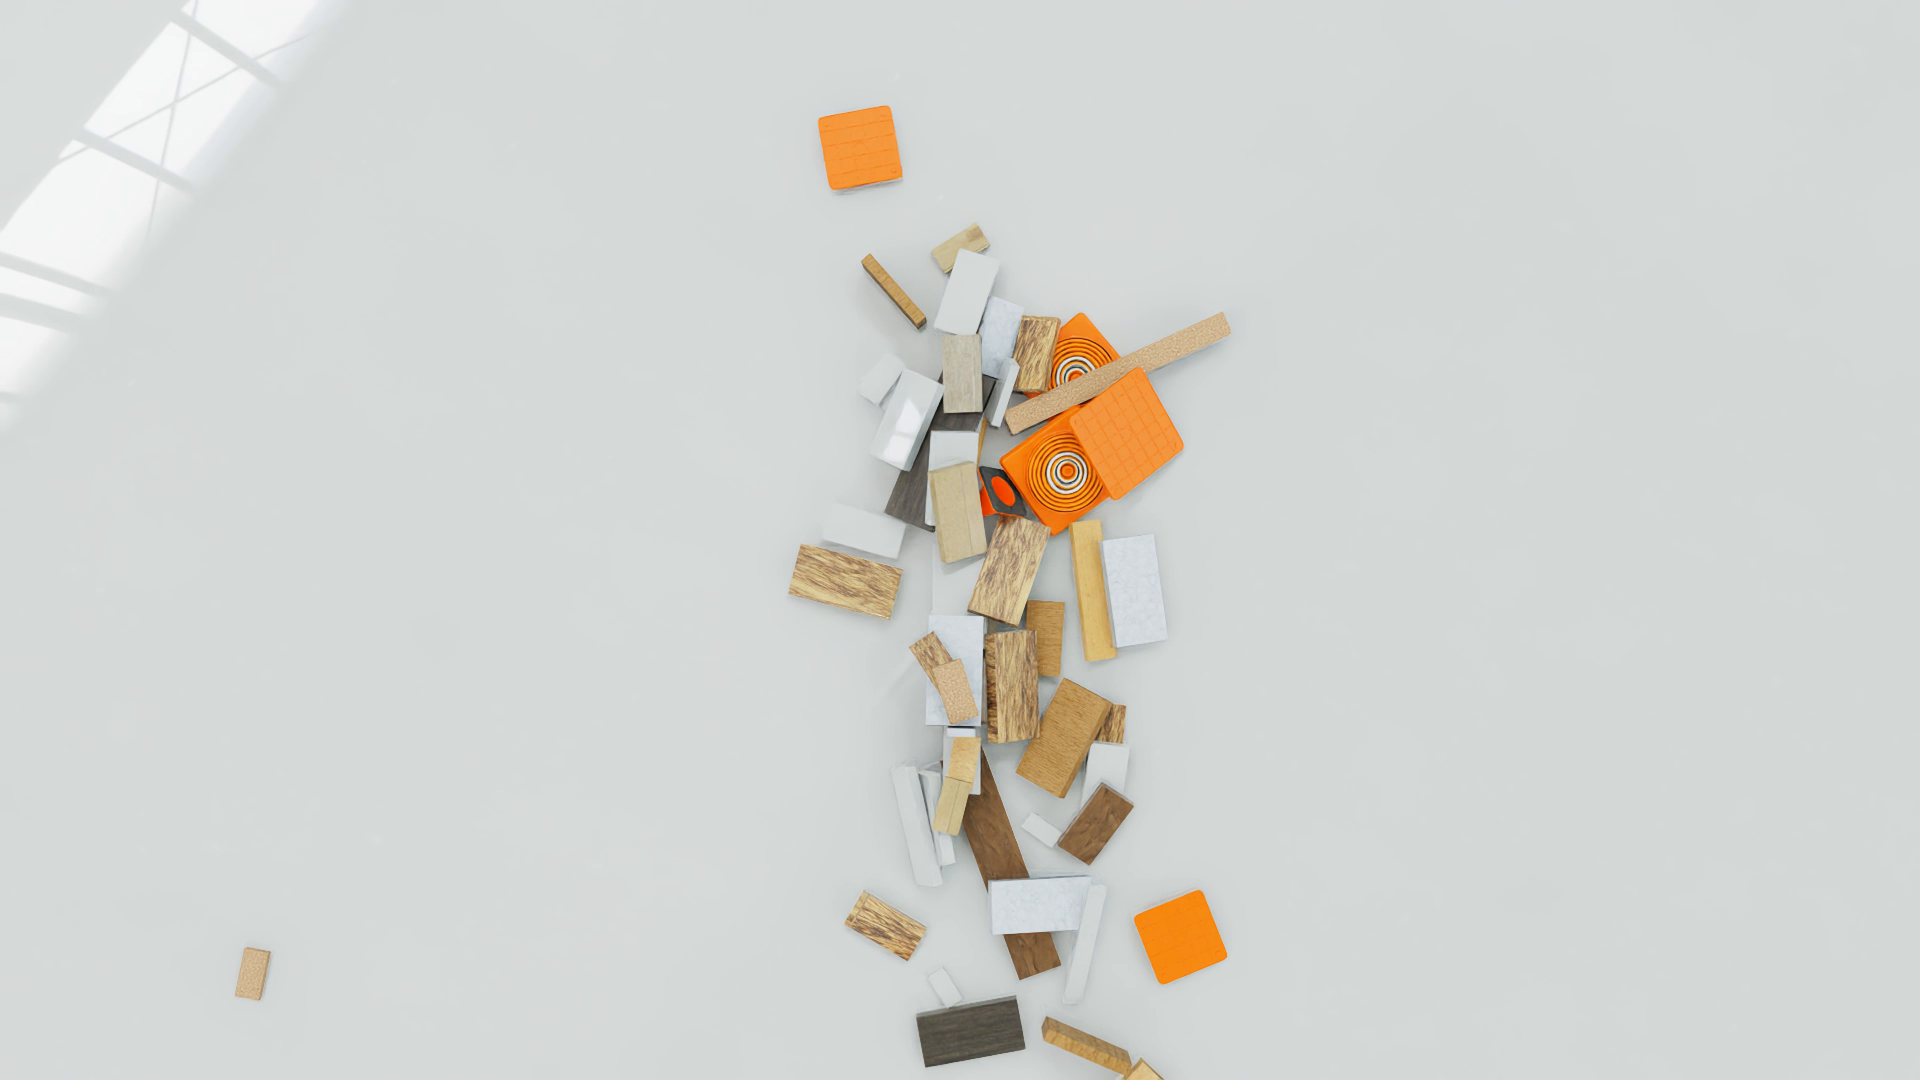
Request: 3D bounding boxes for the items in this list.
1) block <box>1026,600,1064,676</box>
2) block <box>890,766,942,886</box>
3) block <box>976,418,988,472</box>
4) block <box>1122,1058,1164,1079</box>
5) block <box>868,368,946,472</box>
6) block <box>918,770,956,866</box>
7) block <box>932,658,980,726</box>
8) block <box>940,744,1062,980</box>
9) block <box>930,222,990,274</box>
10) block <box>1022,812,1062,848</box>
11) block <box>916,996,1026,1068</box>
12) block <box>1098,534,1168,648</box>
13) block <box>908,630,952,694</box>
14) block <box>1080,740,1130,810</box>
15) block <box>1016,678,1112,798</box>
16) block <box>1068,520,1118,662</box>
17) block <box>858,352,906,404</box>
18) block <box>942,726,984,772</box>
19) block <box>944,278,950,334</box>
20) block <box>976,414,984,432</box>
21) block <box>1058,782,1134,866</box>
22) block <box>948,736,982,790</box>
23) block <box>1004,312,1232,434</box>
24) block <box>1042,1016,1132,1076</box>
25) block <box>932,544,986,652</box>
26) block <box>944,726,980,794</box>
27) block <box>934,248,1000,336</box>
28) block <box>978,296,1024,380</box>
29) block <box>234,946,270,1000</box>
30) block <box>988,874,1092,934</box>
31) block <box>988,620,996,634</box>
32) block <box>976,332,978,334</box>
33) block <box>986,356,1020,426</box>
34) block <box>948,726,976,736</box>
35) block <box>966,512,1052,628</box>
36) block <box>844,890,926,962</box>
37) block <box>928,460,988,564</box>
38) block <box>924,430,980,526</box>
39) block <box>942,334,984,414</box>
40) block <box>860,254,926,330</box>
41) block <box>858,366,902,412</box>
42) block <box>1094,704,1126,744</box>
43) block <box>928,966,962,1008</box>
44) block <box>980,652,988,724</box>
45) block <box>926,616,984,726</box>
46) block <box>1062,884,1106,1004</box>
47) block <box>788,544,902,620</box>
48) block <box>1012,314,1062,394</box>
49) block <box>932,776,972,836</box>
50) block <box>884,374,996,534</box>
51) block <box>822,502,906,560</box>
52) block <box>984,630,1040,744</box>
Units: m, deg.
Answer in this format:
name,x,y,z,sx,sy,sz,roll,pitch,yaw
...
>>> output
name,x,y,z,sx,sy,sz,roll,pitch,yaw
block,0.277,0.326,5.483,0.123,0.035,0.246,4,90,0
block,-0.144,0.943,5.438,0.035,0.123,0.392,-13,90,-29
block,0.030,-0.321,5.487,0.092,0.026,0.184,12,90,0
block,0.701,1.935,5.476,0.428,0.048,0.170,43,90,0
block,-0.173,-0.394,5.400,0.152,0.043,0.304,27,97,32
block,-0.087,0.912,5.424,0.042,0.148,0.296,-10,90,-22
block,-0.014,0.482,5.252,0.095,0.027,0.191,-18,95,-7
block,0.135,1.070,5.479,0.148,0.042,0.771,-20,90,0
block,0.002,-0.971,5.487,0.177,0.025,0.089,-32,90,0
block,0.272,0.964,5.491,0.122,0.017,0.061,36,90,0
block,0.036,1.631,5.476,0.339,0.048,0.170,-10,91,0
block,0.573,0.167,5.458,0.176,0.050,0.353,-8,90,-11
block,-0.072,0.398,5.290,0.095,0.027,0.191,-34,82,-5
block,0.479,0.797,5.460,0.128,0.036,0.257,7,100,0
block,0.342,0.652,5.436,0.176,0.050,0.353,27,90,28
block,0.441,0.166,5.468,0.105,0.030,0.461,-7,90,-20
block,-0.256,-0.534,5.449,0.081,0.023,0.161,36,90,0
block,0.006,0.648,5.452,0.121,0.034,0.241,-5,75,0
block,-0.005,-0.774,5.487,0.089,0.025,0.177,6,90,0
block,0.037,-0.453,5.459,0.092,0.026,0.184,10,90,4
block,0.448,0.938,5.449,0.128,0.036,0.257,33,102,-6
block,0.011,0.721,5.359,0.087,0.025,0.175,10,87,1
block,0.517,-0.550,5.429,0.796,0.023,0.081,-25,93,0
block,0.415,1.664,5.426,0.296,0.148,0.042,23,90,0
block,-0.001,0.190,5.431,0.176,0.050,0.353,0,75,0
block,0.006,0.707,5.389,0.121,0.034,0.241,0,87,1
block,0.022,-0.807,5.431,0.138,0.039,0.276,18,87,2
block,0.122,-0.665,5.451,0.126,0.036,0.252,15,90,-32
block,-2.354,1.443,5.489,0.081,0.023,0.161,12,90,0
block,0.265,1.200,5.434,0.339,0.048,0.170,-1,86,-12
block,0.106,0.350,5.452,0.027,0.095,0.191,-1,90,0
block,0.011,-0.702,5.462,0.089,0.025,0.177,-13,90,0
block,0.139,-0.488,5.416,0.030,0.105,0.210,14,108,-16
block,0.005,0.612,5.289,0.087,0.175,0.025,1,87,1
block,0.162,0.097,5.405,0.174,0.049,0.347,19,76,4
block,-0.248,1.282,5.483,0.246,0.035,0.123,30,90,0
block,-0.007,-0.091,5.353,0.152,0.043,0.304,-16,109,-23
block,-0.026,-0.202,5.366,0.152,0.043,0.304,-2,103,-27
block,0.008,-0.541,5.382,0.126,0.036,0.252,-2,89,6
block,-0.216,-0.817,5.431,0.039,0.138,0.276,-41,90,0
block,-0.194,-0.469,5.480,0.138,0.039,0.276,-42,90,0
block,0.490,0.648,5.485,0.105,0.030,0.210,6,90,0
block,-0.050,1.490,5.491,0.061,0.017,0.122,-33,90,0
block,-0.002,0.429,5.412,0.176,0.050,0.353,0,69,0
block,-0.017,0.423,5.325,0.176,0.050,0.353,1,81,0
block,0.410,1.335,5.440,0.061,0.017,0.423,8,103,-14
block,-0.379,0.138,5.475,0.347,0.049,0.174,15,90,0
block,0.246,-0.613,5.435,0.126,0.036,0.252,7,79,23
block,-0.027,0.859,5.332,0.087,0.025,0.175,14,91,1
block,-0.066,-0.306,5.427,0.174,0.049,0.541,23,91,6
block,-0.318,-0.032,5.482,0.257,0.036,0.128,16,90,0
block,0.172,0.477,5.392,0.176,0.050,0.353,-3,92,-38
